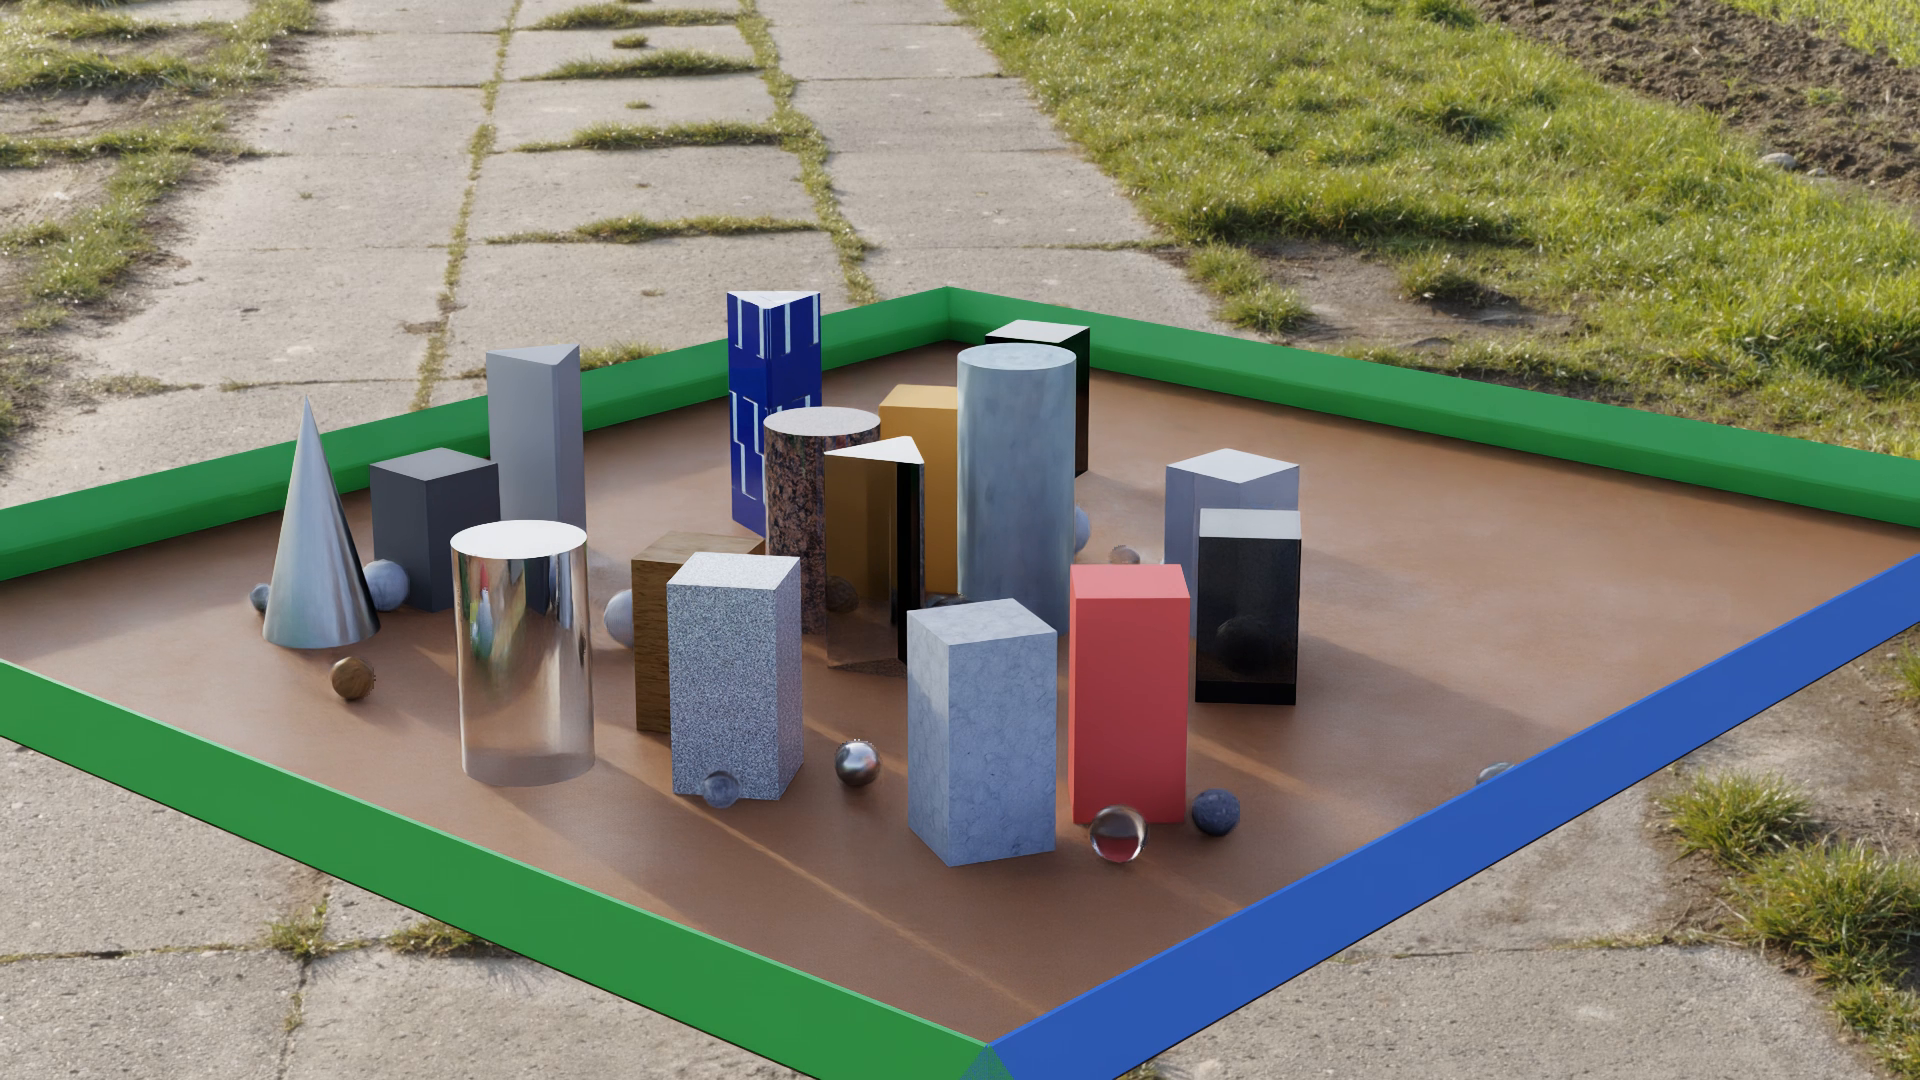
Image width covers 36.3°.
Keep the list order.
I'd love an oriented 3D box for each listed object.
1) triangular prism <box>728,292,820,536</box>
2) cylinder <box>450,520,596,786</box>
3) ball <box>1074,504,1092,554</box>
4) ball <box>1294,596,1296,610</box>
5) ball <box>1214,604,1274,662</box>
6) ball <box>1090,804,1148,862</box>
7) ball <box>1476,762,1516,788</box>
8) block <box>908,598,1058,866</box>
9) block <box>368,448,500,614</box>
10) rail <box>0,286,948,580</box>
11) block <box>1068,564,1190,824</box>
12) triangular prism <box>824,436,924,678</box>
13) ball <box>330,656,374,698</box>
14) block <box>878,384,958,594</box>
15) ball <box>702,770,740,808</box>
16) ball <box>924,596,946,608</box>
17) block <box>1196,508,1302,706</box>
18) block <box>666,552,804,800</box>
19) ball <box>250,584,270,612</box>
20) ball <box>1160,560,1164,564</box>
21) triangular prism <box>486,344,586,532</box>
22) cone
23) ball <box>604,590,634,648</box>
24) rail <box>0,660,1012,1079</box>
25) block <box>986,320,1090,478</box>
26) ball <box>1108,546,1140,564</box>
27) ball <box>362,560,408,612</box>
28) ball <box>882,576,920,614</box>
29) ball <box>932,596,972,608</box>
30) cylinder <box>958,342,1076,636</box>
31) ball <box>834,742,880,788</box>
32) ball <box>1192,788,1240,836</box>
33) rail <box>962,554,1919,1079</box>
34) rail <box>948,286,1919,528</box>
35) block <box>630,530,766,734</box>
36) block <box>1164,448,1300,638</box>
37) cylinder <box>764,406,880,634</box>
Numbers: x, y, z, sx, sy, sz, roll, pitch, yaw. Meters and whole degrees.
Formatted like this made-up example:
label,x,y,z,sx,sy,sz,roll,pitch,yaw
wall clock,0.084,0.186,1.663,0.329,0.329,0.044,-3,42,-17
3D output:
label,x,y,z,sx,sy,sz,roll,pitch,yaw
triangular prism,-0.369,-0.241,5.486,0.147,0.440,0.170,10,19,29
cylinder,-0.640,0.165,4.304,0.196,0.347,0.196,0,17,0
ball,0.190,-0.019,5.344,0.098,0.098,0.098,0,17,0
ball,0.551,0.108,5.007,0.049,0.049,0.049,0,17,0
ball,0.463,0.152,4.780,0.096,0.096,0.096,0,17,0
ball,0.216,0.399,3.991,0.079,0.079,0.079,0,17,0
ball,0.768,0.354,4.138,0.081,0.081,0.081,0,17,0
block,0.029,0.262,4.030,0.157,0.318,0.157,-6,18,-21
block,-0.911,-0.019,5.106,0.157,0.236,0.157,15,22,40
rail,-0.992,-0.217,5.945,0.045,0.127,2.987,14,22,39
block,0.237,0.217,4.156,0.157,0.333,0.157,0,17,-1
triangular prism,-0.111,0.024,4.748,0.170,0.360,0.147,6,18,20
ball,-0.958,0.217,4.618,0.066,0.066,0.066,0,17,0
block,-0.048,-0.091,5.173,0.157,0.334,0.157,3,17,11
ball,-0.341,0.355,4.178,0.054,0.054,0.054,0,17,0
ball,-0.035,0.126,4.916,0.067,0.067,0.067,0,17,0
block,0.455,0.104,4.634,0.157,0.272,0.157,2,17,5
block,-0.324,0.195,4.252,0.157,0.318,0.157,3,17,10
ball,-1.195,0.100,5.037,0.047,0.047,0.047,0,17,0
ball,0.380,0.053,5.171,0.059,0.059,0.059,0,17,0
triangular prism,-0.736,-0.157,5.310,0.170,0.381,0.147,12,21,35
cone,-1.077,-0.045,4.889,0.196,0.411,0.196,0,17,0
ball,-0.541,0.129,4.854,0.096,0.096,0.096,0,17,0
rail,-0.964,0.352,4.057,2.675,0.127,0.045,14,22,39
block,0.154,-0.272,5.839,0.157,0.296,0.157,8,18,24
ball,0.293,0.041,5.217,0.057,0.057,0.057,0,17,0
ball,-0.992,0.078,5.039,0.088,0.088,0.088,0,17,0
ball,-0.100,0.094,5.027,0.065,0.065,0.065,0,17,0
ball,-0.010,0.137,4.837,0.091,0.091,0.091,0,17,0
cylinder,0.094,-0.080,4.908,0.196,0.466,0.196,0,17,0
ball,-0.149,0.326,4.256,0.066,0.066,0.066,0,17,0
ball,0.356,0.378,4.082,0.065,0.065,0.065,0,17,0
rail,0.992,0.281,4.295,0.045,0.127,2.987,14,22,39
rail,0.964,-0.288,6.183,2.675,0.127,0.045,14,22,39
block,-0.397,0.145,4.496,0.157,0.274,0.157,5,17,16
block,0.453,0.013,4.912,0.157,0.286,0.157,16,23,42
cylinder,-0.231,-0.034,4.967,0.196,0.345,0.196,0,17,0
